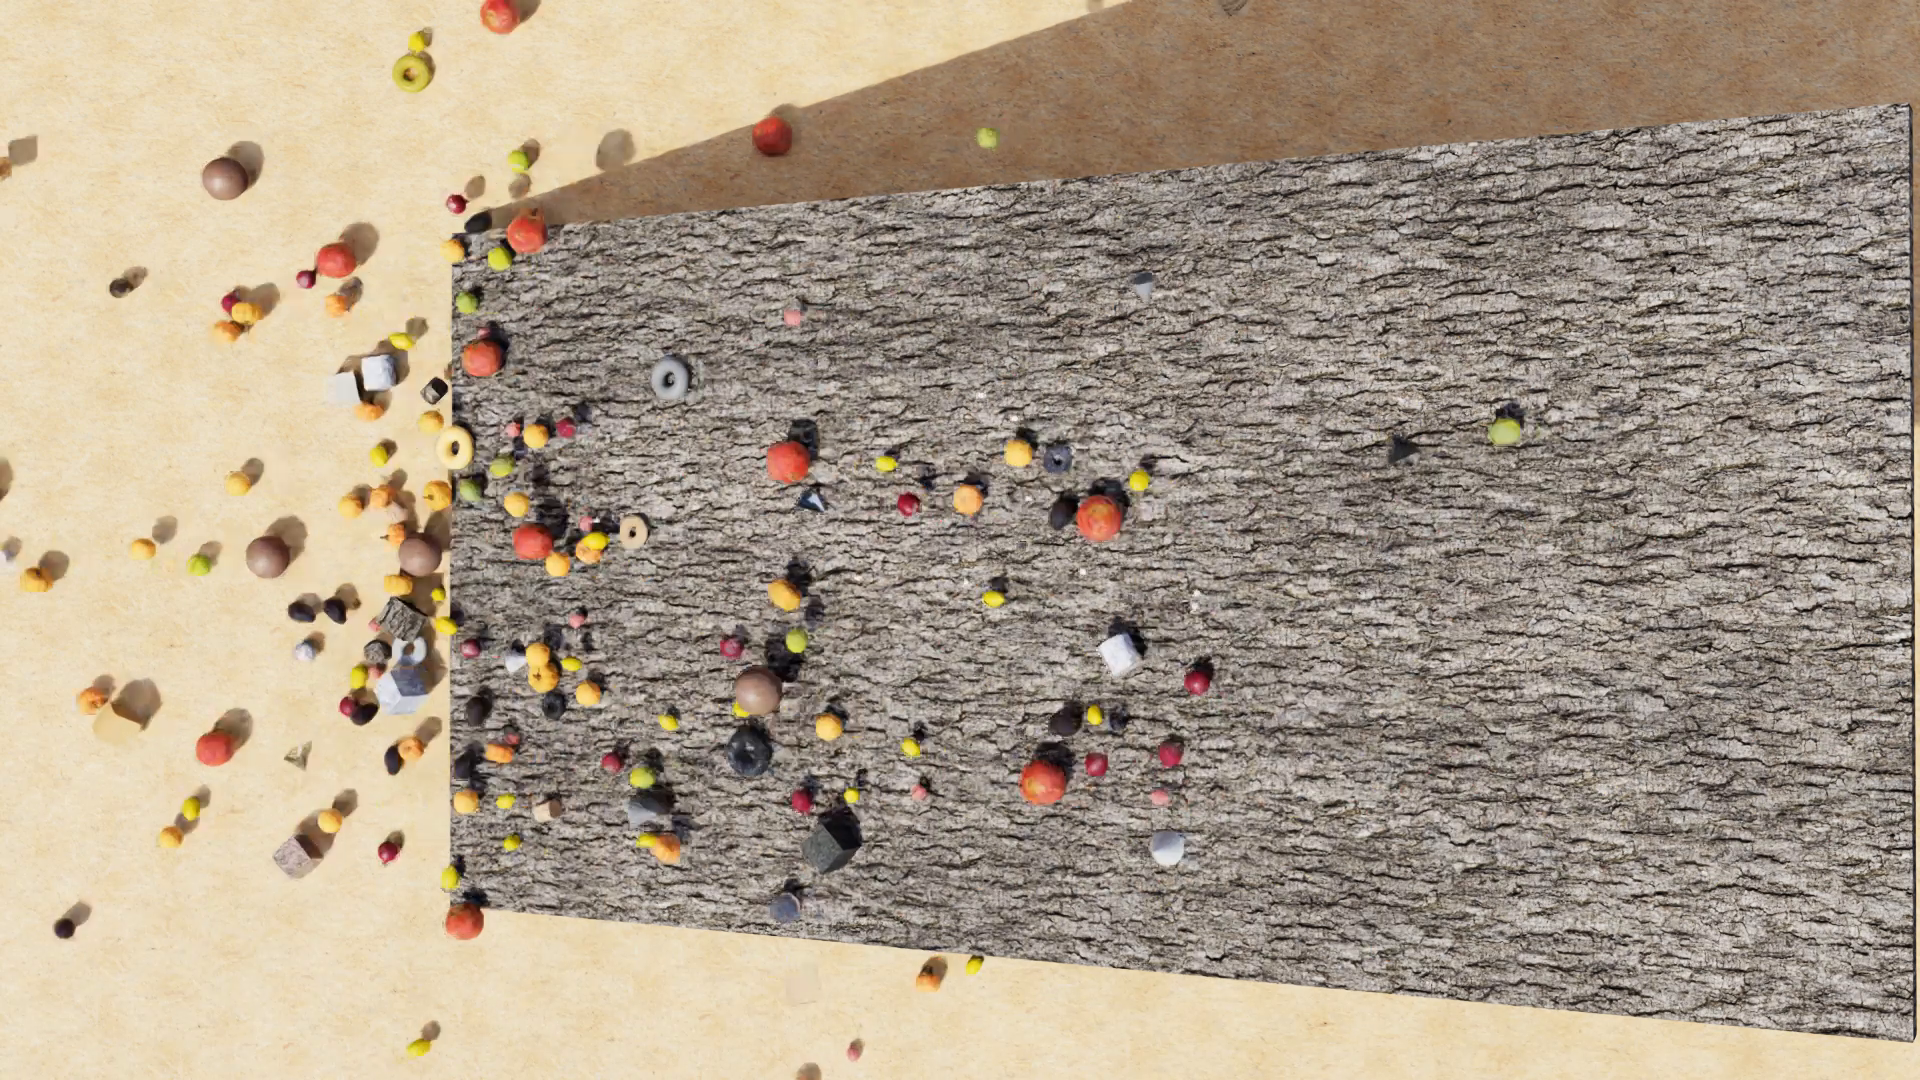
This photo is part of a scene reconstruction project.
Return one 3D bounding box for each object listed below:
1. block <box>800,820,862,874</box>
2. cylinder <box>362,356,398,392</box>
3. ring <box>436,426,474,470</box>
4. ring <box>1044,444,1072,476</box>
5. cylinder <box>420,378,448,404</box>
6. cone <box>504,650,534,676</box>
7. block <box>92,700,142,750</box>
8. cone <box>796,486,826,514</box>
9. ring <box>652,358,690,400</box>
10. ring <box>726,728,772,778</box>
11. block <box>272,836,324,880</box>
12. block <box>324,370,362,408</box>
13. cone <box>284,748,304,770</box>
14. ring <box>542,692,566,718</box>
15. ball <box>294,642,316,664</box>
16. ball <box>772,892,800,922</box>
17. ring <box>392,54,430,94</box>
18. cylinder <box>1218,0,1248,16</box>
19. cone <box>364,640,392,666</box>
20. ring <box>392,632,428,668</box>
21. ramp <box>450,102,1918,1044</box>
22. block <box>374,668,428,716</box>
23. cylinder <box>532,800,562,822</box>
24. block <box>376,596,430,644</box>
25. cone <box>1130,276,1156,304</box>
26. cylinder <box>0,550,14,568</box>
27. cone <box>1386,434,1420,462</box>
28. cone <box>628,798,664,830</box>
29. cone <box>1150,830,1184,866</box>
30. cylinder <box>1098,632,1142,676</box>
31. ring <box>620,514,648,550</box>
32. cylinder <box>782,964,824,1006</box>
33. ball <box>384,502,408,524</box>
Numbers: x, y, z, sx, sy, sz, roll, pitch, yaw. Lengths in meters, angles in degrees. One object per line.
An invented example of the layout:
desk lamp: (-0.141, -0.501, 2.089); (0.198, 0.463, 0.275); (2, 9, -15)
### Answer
block: (-0.345, 0.818, 5.863); (0.097, 0.097, 0.097); (-49, 69, 19)
cylinder: (-1.741, -0.499, 6.589); (0.094, 0.094, 0.094); (-8, 90, 0)
ring: (-1.494, -0.274, 6.511); (0.130, 0.043, 0.130); (0, 91, 27)
ring: (0.248, -0.204, 5.601); (0.078, 0.026, 0.078); (0, 91, 27)
cylinder: (-1.564, -0.443, 6.539); (0.057, 0.057, 0.057); (-37, 89, 33)
cone: (-1.275, 0.347, 6.393); (0.078, 0.078, 0.078); (-12, 89, 0)
block: (-2.514, 0.552, 6.558); (0.092, 0.092, 0.092); (32, 95, -38)
cone: (-0.390, -0.094, 5.922); (0.074, 0.074, 0.074); (38, 90, 5)
ring: (-0.811, -0.451, 6.154); (0.122, 0.041, 0.122); (1, 91, 27)
ring: (-0.577, 0.581, 6.016); (0.139, 0.046, 0.139); (0, 89, 28)
block: (-1.976, 0.947, 6.565); (0.091, 0.091, 0.091); (-43, 77, 3)
block: (-1.845, -0.450, 6.587); (0.084, 0.084, 0.084); (-13, 86, -8)
cone: (-1.985, 0.669, 6.609); (0.067, 0.067, 0.067); (-23, 115, 0)
ring: (-1.173, 0.477, 6.343); (0.079, 0.026, 0.079); (0, 90, 27)
ball: (-1.964, 0.337, 6.596); (0.067, 0.067, 0.067); (0, 89, 0)
ball: (-0.470, 0.991, 5.938); (0.078, 0.078, 0.078); (0, 89, 0)
ring: (-1.653, -1.405, 6.628); (0.117, 0.039, 0.117); (0, 91, 0)
cylinder: (0.772, -1.544, 6.205); (0.091, 0.091, 0.091); (-40, 90, 18)
cone: (-1.734, 0.321, 6.560); (0.083, 0.083, 0.083); (7, 65, -15)
ring: (-1.651, 0.326, 6.599); (0.115, 0.038, 0.115); (-3, 77, 13)
ramp: (0.277, 0.078, 5.653); (4.000, 0.100, 2.000); (0, 89, 28)
block: (-1.664, 0.452, 6.546); (0.098, 0.098, 0.098); (-45, 64, 31)
cylinder: (-1.188, 0.780, 6.330); (0.059, 0.059, 0.059); (-15, 89, 27)
block: (-1.661, 0.238, 6.552); (0.092, 0.092, 0.092); (31, 88, 30)
cone: (0.460, -0.618, 5.490); (0.067, 0.067, 0.067); (-10, 114, 0)
cylinder: (-2.877, 0.056, 6.604); (0.052, 0.052, 0.052); (0, 91, 3)
cone: (1.048, -0.210, 5.174); (0.071, 0.071, 0.071); (14, 89, 19)
cone: (-0.877, 0.765, 6.176); (0.092, 0.092, 0.092); (-4, 89, -1)
cone: (0.493, 0.764, 5.424); (0.090, 0.090, 0.090); (0, 89, 28)
cylinder: (0.401, 0.285, 5.482); (0.082, 0.082, 0.082); (-28, 76, 0)
ring: (-0.921, -0.023, 6.211); (0.098, 0.033, 0.098); (-3, 85, 33)
cylinder: (-0.429, 1.218, 6.019); (0.096, 0.096, 0.096); (-13, 83, 0)
ball: (-1.691, -0.083, 6.598); (0.067, 0.067, 0.067); (0, 89, 0)
